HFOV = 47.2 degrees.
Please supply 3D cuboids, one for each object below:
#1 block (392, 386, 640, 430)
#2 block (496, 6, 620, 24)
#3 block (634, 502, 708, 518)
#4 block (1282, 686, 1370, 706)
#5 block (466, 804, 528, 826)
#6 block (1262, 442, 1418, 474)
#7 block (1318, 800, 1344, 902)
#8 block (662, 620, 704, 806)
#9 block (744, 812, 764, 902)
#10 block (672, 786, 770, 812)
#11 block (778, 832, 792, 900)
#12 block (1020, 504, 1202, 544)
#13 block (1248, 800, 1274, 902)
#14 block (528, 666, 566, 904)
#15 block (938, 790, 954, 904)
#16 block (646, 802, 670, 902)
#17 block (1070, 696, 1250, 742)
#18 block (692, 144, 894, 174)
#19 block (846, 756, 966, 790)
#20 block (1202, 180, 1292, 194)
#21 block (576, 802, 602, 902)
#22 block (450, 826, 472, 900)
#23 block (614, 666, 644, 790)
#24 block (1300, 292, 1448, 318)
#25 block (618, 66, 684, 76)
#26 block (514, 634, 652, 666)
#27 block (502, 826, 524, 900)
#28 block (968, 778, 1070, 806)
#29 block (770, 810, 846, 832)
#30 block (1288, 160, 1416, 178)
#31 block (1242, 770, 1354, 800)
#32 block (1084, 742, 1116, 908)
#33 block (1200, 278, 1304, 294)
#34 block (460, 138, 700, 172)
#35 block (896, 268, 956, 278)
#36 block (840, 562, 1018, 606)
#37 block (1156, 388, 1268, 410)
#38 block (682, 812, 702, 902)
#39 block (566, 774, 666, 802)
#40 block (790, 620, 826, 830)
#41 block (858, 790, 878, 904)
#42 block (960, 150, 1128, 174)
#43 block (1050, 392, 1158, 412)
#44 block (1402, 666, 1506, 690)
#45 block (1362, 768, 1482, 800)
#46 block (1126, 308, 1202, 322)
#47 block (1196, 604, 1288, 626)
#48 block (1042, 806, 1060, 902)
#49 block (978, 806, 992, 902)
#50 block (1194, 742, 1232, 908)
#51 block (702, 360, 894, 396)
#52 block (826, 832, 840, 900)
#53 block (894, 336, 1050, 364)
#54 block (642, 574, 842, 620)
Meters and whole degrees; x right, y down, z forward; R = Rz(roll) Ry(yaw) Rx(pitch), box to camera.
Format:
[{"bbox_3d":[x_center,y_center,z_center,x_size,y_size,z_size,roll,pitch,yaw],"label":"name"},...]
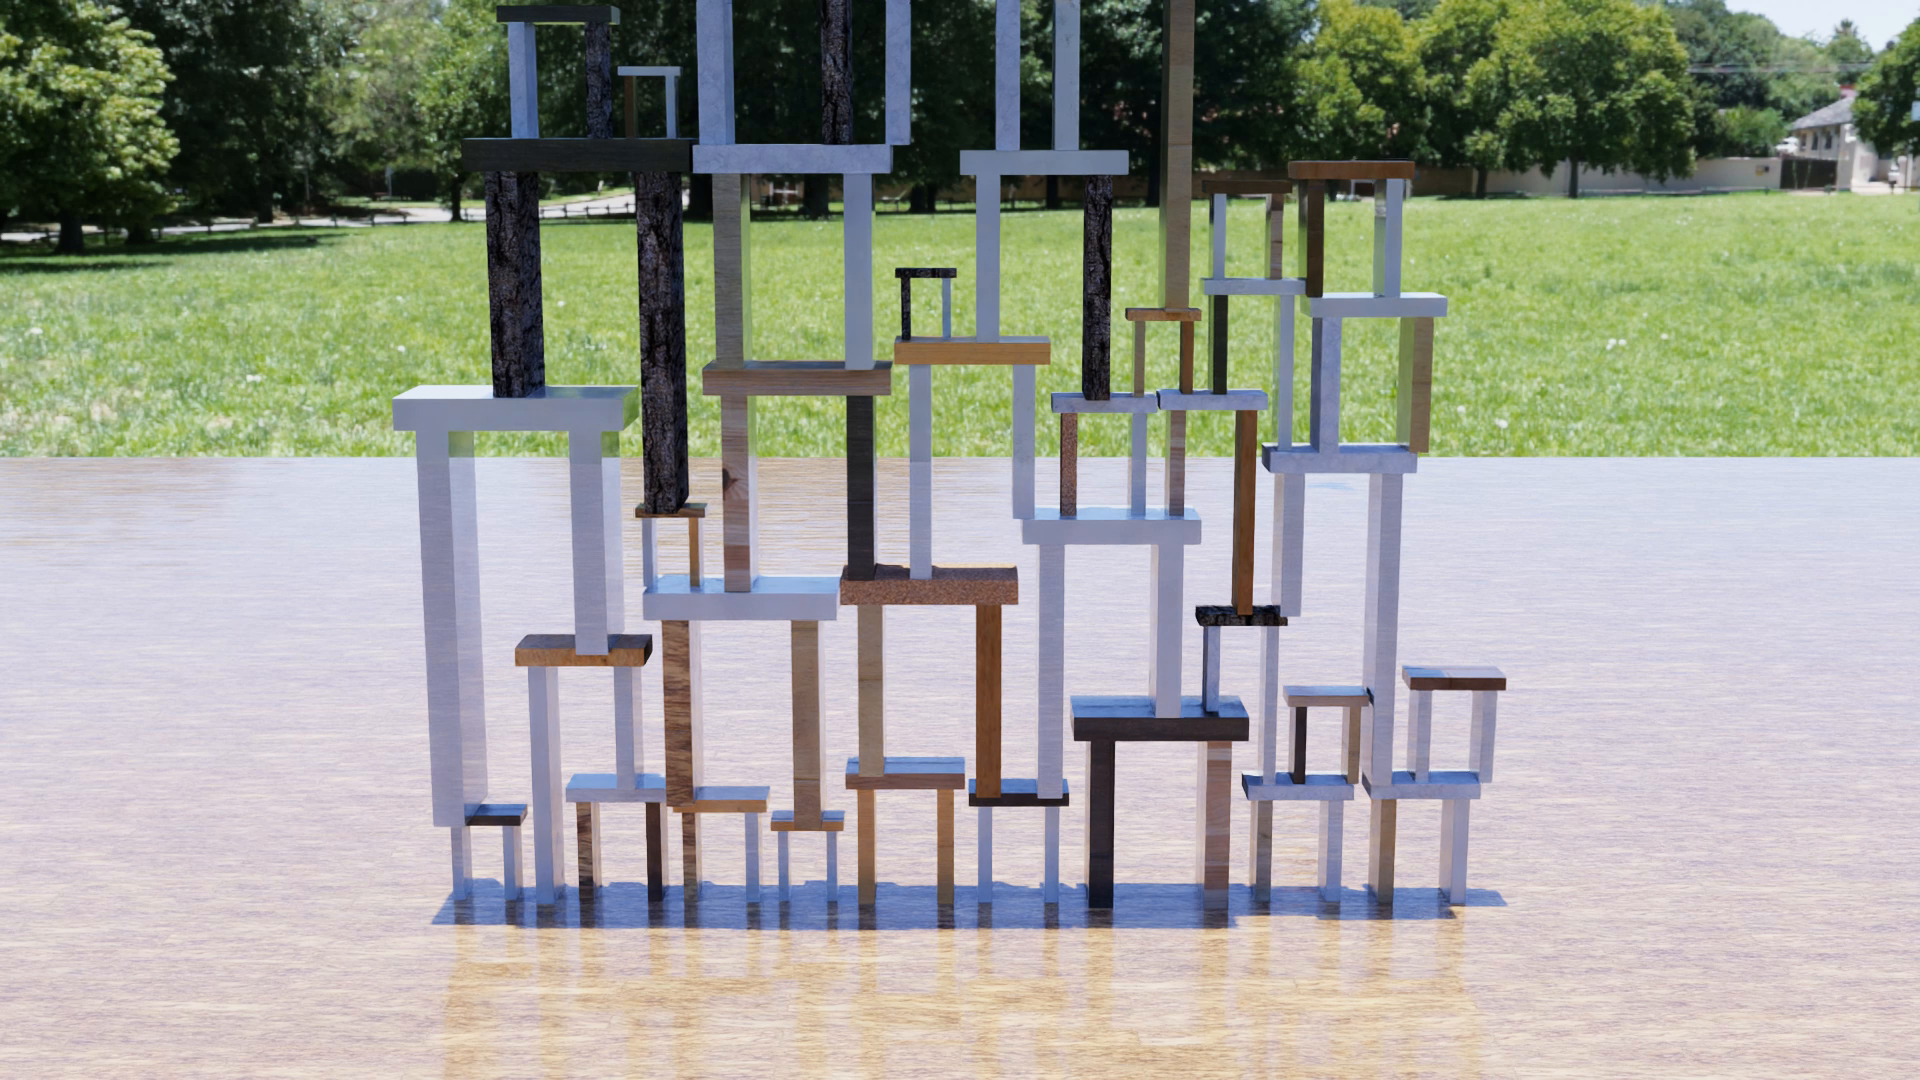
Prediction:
[{"bbox_3d":[-0.705,-0.212,3.517,0.359,0.051,0.180,0,11,0],"label":"block"},{"bbox_3d":[-0.621,-0.813,3.407,0.175,0.025,0.088,0,11,0],"label":"block"},{"bbox_3d":[-0.465,-0.048,3.552,0.112,0.016,0.056,0,11,0],"label":"block"},{"bbox_3d":[0.600,0.256,3.610,0.131,0.019,0.066,0,11,0],"label":"block"},{"bbox_3d":[-0.786,0.455,3.644,0.128,0.018,0.064,0,11,0],"label":"block"},{"bbox_3d":[0.608,-0.132,3.536,0.232,0.033,0.116,0,11,1],"label":"block"},{"bbox_3d":[0.616,0.504,3.658,0.025,0.174,0.087,0,11,0],"label":"block"},{"bbox_3d":[-0.454,0.266,3.607,0.044,0.309,0.154,0,11,0],"label":"block"},{"bbox_3d":[-0.342,0.515,3.651,0.022,0.154,0.077,0,11,0],"label":"block"},{"bbox_3d":[-0.393,0.429,3.635,0.154,0.022,0.077,0,11,0],"label":"block"},{"bbox_3d":[-0.291,0.532,3.654,0.017,0.120,0.060,0,11,0],"label":"block"},{"bbox_3d":[0.241,-0.025,3.552,0.283,0.040,0.142,0,11,0],"label":"block"},{"bbox_3d":[0.500,0.504,3.658,0.025,0.174,0.087,0,11,0],"label":"block"},{"bbox_3d":[-0.683,0.392,3.634,0.029,0.402,0.104,0,11,0],"label":"block"},{"bbox_3d":[-0.024,0.494,3.651,0.028,0.195,0.098,0,11,0],"label":"block"},{"bbox_3d":[-0.503,0.505,3.658,0.024,0.170,0.085,0,10,0],"label":"block"},{"bbox_3d":[0.325,0.292,3.614,0.283,0.040,0.141,0,11,0],"label":"block"},{"bbox_3d":[-0.258,-0.597,3.444,0.302,0.043,0.151,0,11,0],"label":"block"},{"bbox_3d":[-0.089,0.384,3.631,0.195,0.028,0.098,0,11,0],"label":"block"},{"bbox_3d":[0.451,-0.555,3.460,0.134,0.019,0.067,0,11,0],"label":"block"},{"bbox_3d":[-0.617,0.506,3.658,0.024,0.170,0.085,0,11,0],"label":"block"},{"bbox_3d":[-0.829,0.527,3.658,0.018,0.128,0.064,0,11,0],"label":"block"},{"bbox_3d":[-0.544,0.296,3.617,0.029,0.208,0.104,0,10,0],"label":"block"},{"bbox_3d":[0.654,-0.373,3.486,0.214,0.030,0.107,0,11,0],"label":"block"},{"bbox_3d":[-0.481,-0.730,3.423,0.096,0.014,0.048,0,11,0],"label":"block"},{"bbox_3d":[-0.614,0.180,3.594,0.208,0.029,0.104,0,11,0],"label":"block"},{"bbox_3d":[-0.743,0.527,3.658,0.018,0.128,0.064,0,11,0],"label":"block"},{"bbox_3d":[0.096,0.417,3.634,0.165,0.023,0.082,0,11,0],"label":"block"},{"bbox_3d":[-0.251,0.465,3.641,0.120,0.017,0.060,0,11,0],"label":"block"},{"bbox_3d":[0.613,-0.581,3.449,0.183,0.026,0.091,0,11,-1],"label":"block"},{"bbox_3d":[0.558,0.406,3.639,0.174,0.025,0.087,0,11,0],"label":"block"},{"bbox_3d":[0.231,0.451,3.643,0.040,0.283,0.141,0,11,0],"label":"block"},{"bbox_3d":[0.462,-0.403,3.488,0.157,0.022,0.079,0,11,0],"label":"block"},{"bbox_3d":[-0.589,-0.605,3.452,0.348,0.049,0.174,0,11,0],"label":"block"},{"bbox_3d":[-0.054,-0.423,3.485,0.097,0.014,0.049,0,11,0],"label":"block"},{"bbox_3d":[-0.049,0.071,3.575,0.284,0.040,0.142,0,11,0],"label":"block"},{"bbox_3d":[0.402,-0.225,3.521,0.170,0.024,0.085,0,11,0],"label":"block"},{"bbox_3d":[-0.444,0.515,3.651,0.022,0.154,0.077,0,11,0],"label":"block"},{"bbox_3d":[-0.560,0.410,3.640,0.170,0.024,0.085,0,10,0],"label":"block"},{"bbox_3d":[-0.248,0.285,3.611,0.044,0.348,0.154,0,11,0],"label":"block"},{"bbox_3d":[-0.154,0.494,3.651,0.028,0.195,0.098,0,11,0],"label":"block"},{"bbox_3d":[0.130,-0.592,3.445,0.259,0.037,0.130,0,11,0],"label":"block"},{"bbox_3d":[0.230,-0.220,3.522,0.166,0.023,0.083,0,11,0],"label":"block"},{"bbox_3d":[0.808,0.226,3.600,0.155,0.022,0.077,0,11,1],"label":"block"},{"bbox_3d":[0.760,0.402,3.629,0.179,0.025,0.090,0,11,1],"label":"block"},{"bbox_3d":[0.323,-0.359,3.493,0.116,0.016,0.058,0,11,0],"label":"block"},{"bbox_3d":[0.458,0.123,3.583,0.142,0.020,0.071,0,11,0],"label":"block"},{"bbox_3d":[0.151,0.510,3.651,0.023,0.165,0.082,0,11,0],"label":"block"},{"bbox_3d":[0.041,0.510,3.651,0.023,0.165,0.082,0,11,0],"label":"block"},{"bbox_3d":[0.419,0.451,3.643,0.040,0.283,0.141,0,11,0],"label":"block"},{"bbox_3d":[-0.256,-0.260,3.515,0.295,0.042,0.148,0,11,0],"label":"block"},{"bbox_3d":[-0.211,0.532,3.654,0.017,0.120,0.060,0,11,0],"label":"block"},{"bbox_3d":[0.019,-0.302,3.499,0.245,0.035,0.122,0,11,0],"label":"block"},{"bbox_3d":[-0.351,0.093,3.575,0.309,0.044,0.154,0,11,0],"label":"block"}]
